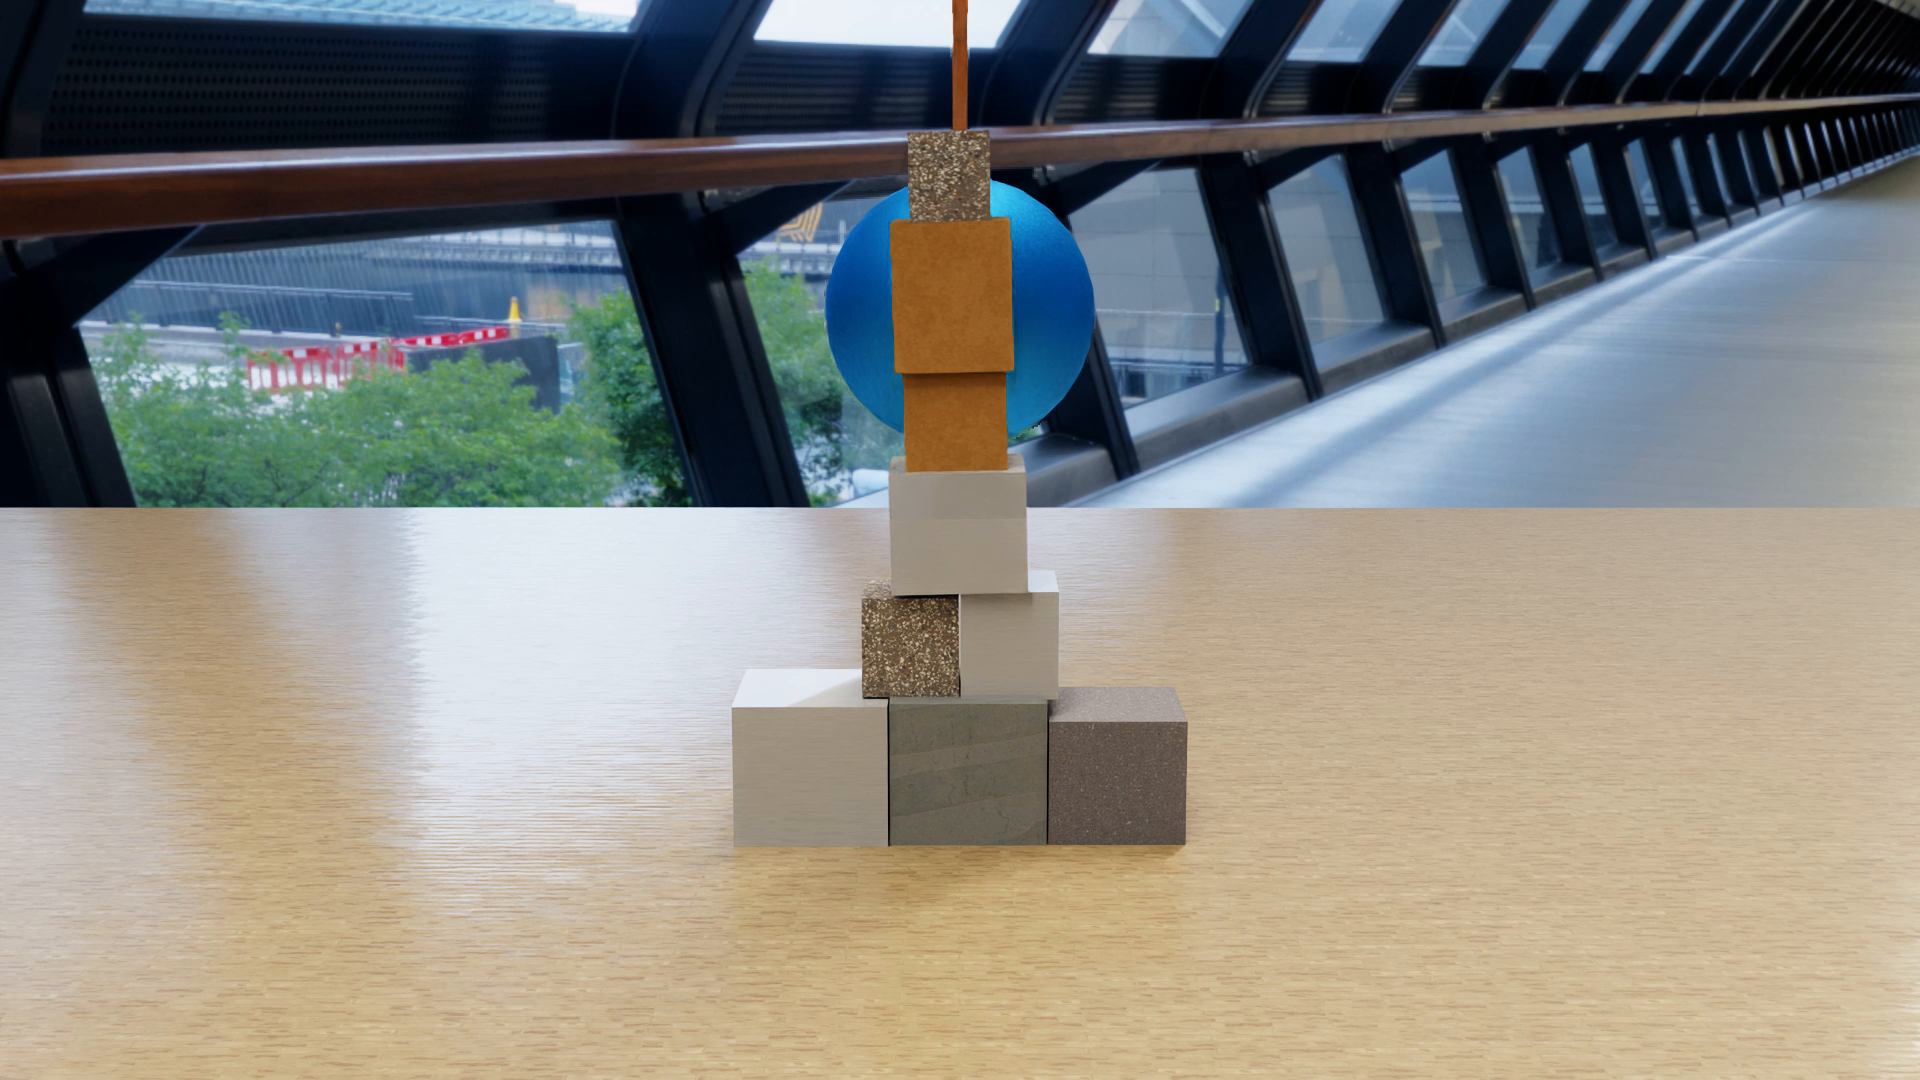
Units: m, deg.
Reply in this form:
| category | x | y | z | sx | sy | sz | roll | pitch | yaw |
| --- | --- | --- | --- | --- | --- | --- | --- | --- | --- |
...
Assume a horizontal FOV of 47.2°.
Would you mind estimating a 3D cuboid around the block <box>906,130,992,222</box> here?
| category | x | y | z | sx | sy | sz | roll | pitch | yaw |
| --- | --- | --- | --- | --- | --- | --- | --- | --- | --- |
| block | -0.052 | -1.795 | 10.840 | 0.396 | 0.431 | 0.414 | -1 | 10 | 0 |

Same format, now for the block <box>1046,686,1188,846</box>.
| category | x | y | z | sx | sy | sz | roll | pitch | yaw |
| --- | --- | --- | --- | --- | --- | --- | --- | --- | --- |
| block | 0.792 | 1.160 | 11.391 | 0.692 | 0.642 | 0.712 | 0 | 10 | 0 |

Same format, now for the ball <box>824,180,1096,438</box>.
| category | x | y | z | sx | sy | sz | roll | pitch | yaw |
| --- | --- | --- | --- | --- | --- | --- | --- | --- | --- |
| ball | 0.000 | -1.351 | 13.043 | 1.600 | 1.600 | 1.600 | 0 | 10 | 0 |

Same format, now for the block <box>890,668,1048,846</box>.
| category | x | y | z | sx | sy | sz | roll | pitch | yaw |
| --- | --- | --- | --- | --- | --- | --- | --- | --- | --- |
| block | 0.042 | 1.110 | 11.401 | 0.788 | 0.736 | 0.765 | 0 | 10 | 0 |

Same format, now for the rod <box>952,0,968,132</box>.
| category | x | y | z | sx | sy | sz | roll | pitch | yaw |
| --- | --- | --- | --- | --- | --- | --- | --- | --- | --- |
| rod | 0.000 | -4.279 | 11.316 | 0.080 | 5.200 | 0.080 | 0 | 31 | 0 |

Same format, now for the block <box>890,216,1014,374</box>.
| category | x | y | z | sx | sy | sz | roll | pitch | yaw |
| --- | --- | --- | --- | --- | --- | --- | --- | --- | --- |
| block | -0.037 | -1.231 | 10.975 | 0.582 | 0.726 | 0.621 | -1 | 10 | 0 |

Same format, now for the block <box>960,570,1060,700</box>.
| category | x | y | z | sx | sy | sz | roll | pitch | yaw |
| --- | --- | --- | --- | --- | --- | --- | --- | --- | --- |
| block | 0.249 | 0.481 | 11.268 | 0.490 | 0.551 | 0.551 | 0 | 10 | 0 |

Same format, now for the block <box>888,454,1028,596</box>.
| category | x | y | z | sx | sy | sz | roll | pitch | yaw |
| --- | --- | --- | --- | --- | --- | --- | --- | --- | --- |
| block | -0.008 | -0.088 | 11.168 | 0.677 | 0.604 | 0.659 | -1 | 10 | 0 |

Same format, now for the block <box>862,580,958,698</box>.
| category | x | y | z | sx | sy | sz | roll | pitch | yaw |
| --- | --- | --- | --- | --- | --- | --- | --- | --- | --- |
| block | -0.250 | 0.500 | 11.285 | 0.487 | 0.507 | 0.482 | 0 | 10 | 0 |

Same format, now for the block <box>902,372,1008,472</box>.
| category | x | y | z | sx | sy | sz | roll | pitch | yaw |
| --- | --- | --- | --- | --- | --- | --- | --- | --- | --- |
| block | -0.022 | -0.627 | 11.064 | 0.506 | 0.495 | 0.459 | -1 | 10 | 0 |

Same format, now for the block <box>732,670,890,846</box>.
| category | x | y | z | sx | sy | sz | roll | pitch | yaw |
| --- | --- | --- | --- | --- | --- | --- | --- | --- | --- |
| block | -0.750 | 1.117 | 11.400 | 0.775 | 0.724 | 0.797 | 0 | 10 | 0 |
